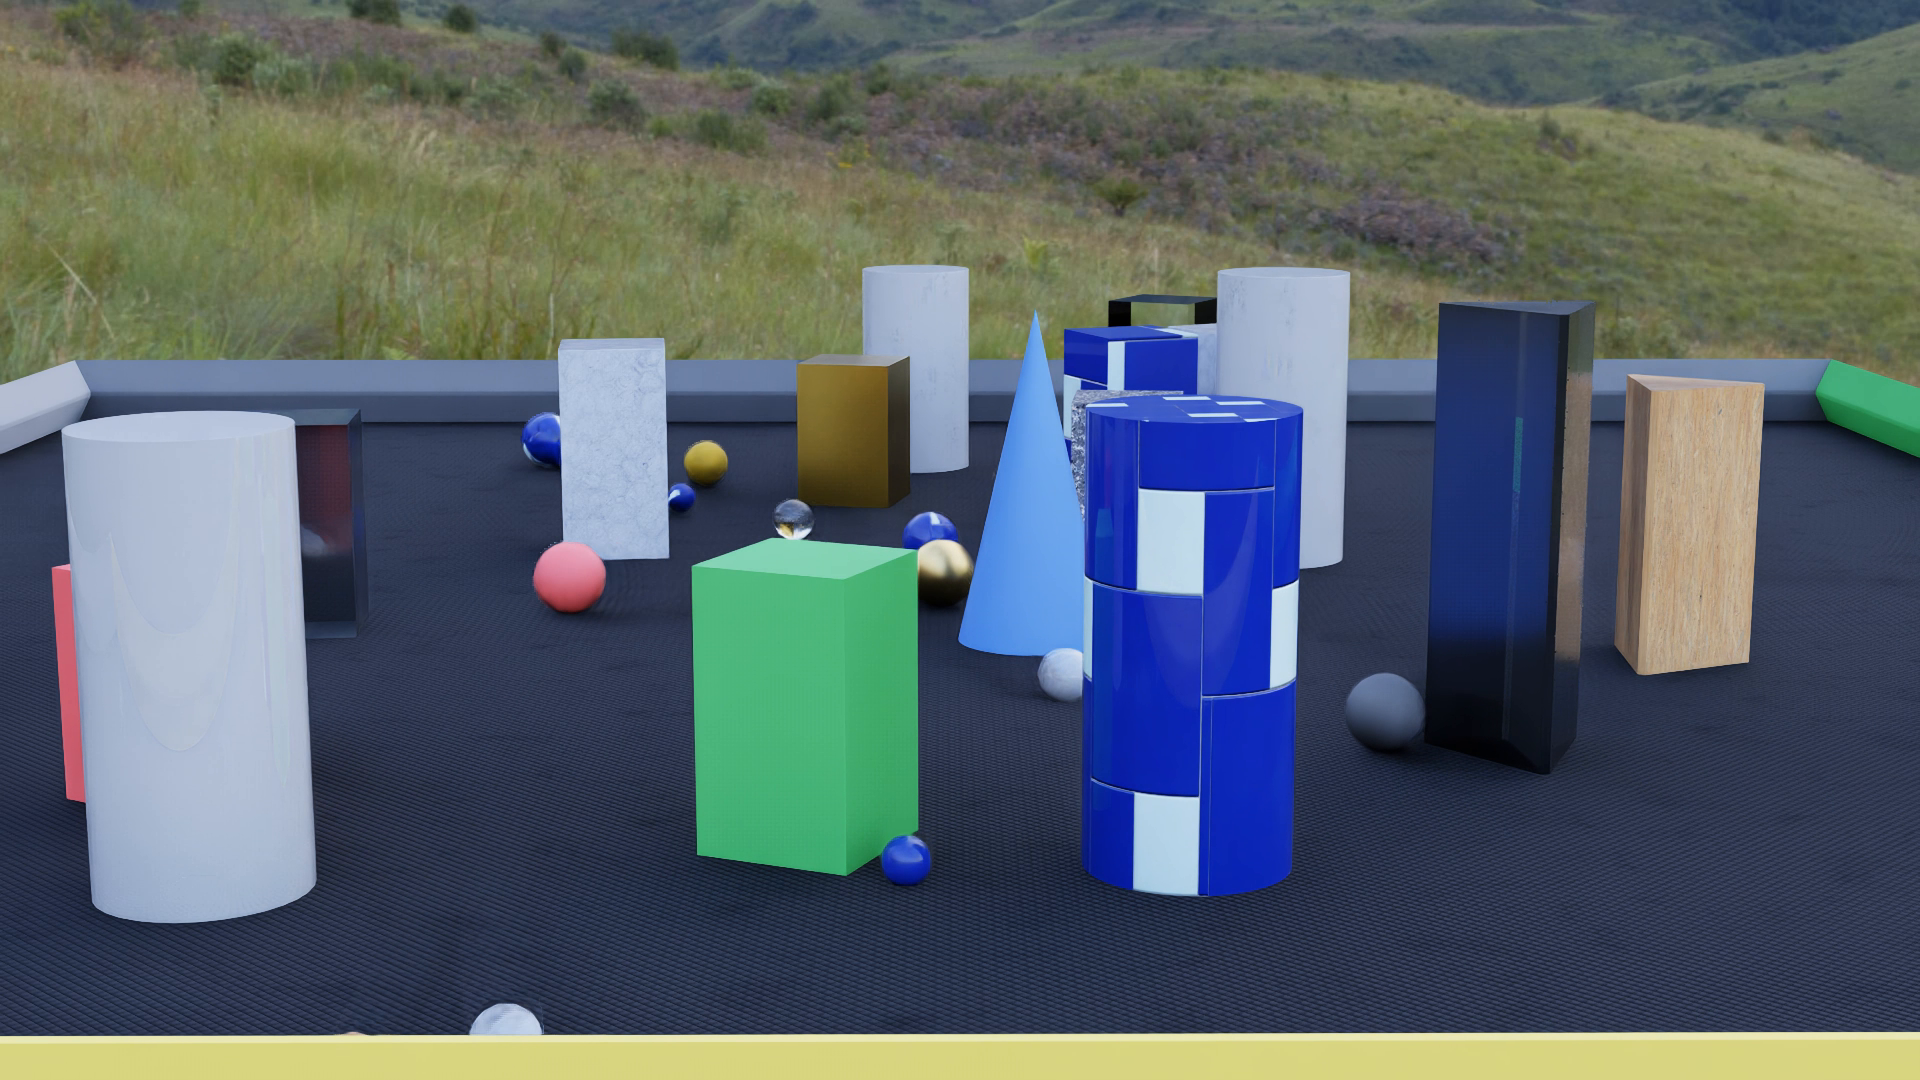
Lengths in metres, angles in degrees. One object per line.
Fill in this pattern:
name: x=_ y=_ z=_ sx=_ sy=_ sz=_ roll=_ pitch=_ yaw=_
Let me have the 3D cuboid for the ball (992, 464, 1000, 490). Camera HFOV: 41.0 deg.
ball: x=0.100 y=-0.095 z=4.226 sx=0.095 sy=0.095 sz=0.095 roll=0 pitch=11 yaw=0

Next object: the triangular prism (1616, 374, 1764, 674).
triangular prism: x=0.867 y=-0.025 z=3.166 sx=0.168 sy=0.345 sz=0.146 roll=-5 pitch=12 yaw=-25

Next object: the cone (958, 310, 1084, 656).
cone: x=0.095 y=-0.081 z=3.253 sx=0.194 sy=0.423 sz=0.194 roll=0 pitch=11 yaw=0

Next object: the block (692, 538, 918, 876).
block: x=-0.143 y=0.151 z=2.407 sx=0.155 sy=0.275 sz=0.155 roll=5 pitch=11 yaw=24

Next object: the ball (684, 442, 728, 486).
ball: x=-0.443 y=-0.133 z=4.477 sx=0.077 sy=0.077 sz=0.077 roll=0 pitch=11 yaw=0

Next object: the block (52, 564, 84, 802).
block: x=-0.790 y=0.139 z=2.580 sx=0.155 sy=0.236 sz=0.155 roll=6 pitch=12 yaw=31

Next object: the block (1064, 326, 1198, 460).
block: x=0.266 y=-0.171 z=4.037 sx=0.155 sy=0.314 sz=0.155 roll=-4 pitch=11 yaw=-23

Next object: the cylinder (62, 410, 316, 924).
cylinder: x=-0.676 y=0.106 z=2.260 sx=0.194 sy=0.417 sz=0.194 roll=0 pitch=11 yaw=0

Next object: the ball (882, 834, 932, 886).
ball: x=-0.048 y=0.287 z=2.304 sx=0.045 sy=0.045 sz=0.045 roll=0 pitch=11 yaw=0

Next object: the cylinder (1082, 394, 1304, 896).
cylinder: x=0.209 y=0.090 z=2.330 sx=0.194 sy=0.423 sz=0.194 roll=0 pitch=11 yaw=0

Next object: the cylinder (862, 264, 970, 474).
cylinder: x=-0.081 y=-0.315 z=4.687 sx=0.194 sy=0.359 sz=0.194 roll=0 pitch=11 yaw=0

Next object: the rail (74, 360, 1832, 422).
rail: x=-0.011 y=-0.304 z=5.259 sx=3.614 sy=0.126 sz=0.045 roll=0 pitch=11 yaw=0

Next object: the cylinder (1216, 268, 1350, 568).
cylinder: x=0.475 y=-0.184 z=3.802 sx=0.194 sy=0.425 sz=0.194 roll=0 pitch=11 yaw=0

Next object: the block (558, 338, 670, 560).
block: x=-0.520 y=-0.139 z=3.866 sx=0.155 sy=0.313 sz=0.155 roll=-1 pitch=11 yaw=-7

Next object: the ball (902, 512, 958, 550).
ball: x=-0.045 y=0.001 z=3.746 sx=0.082 sy=0.082 sz=0.082 roll=0 pitch=11 yaw=0

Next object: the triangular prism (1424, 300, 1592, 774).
triangular prism: x=0.615 y=-0.011 z=2.727 sx=0.146 sy=0.478 sz=0.168 roll=-8 pitch=13 yaw=-36

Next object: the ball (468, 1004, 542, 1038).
ball: x=-0.331 y=0.364 z=1.868 sx=0.053 sy=0.053 sz=0.053 roll=0 pitch=11 yaw=0

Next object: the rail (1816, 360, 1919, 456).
rail: x=1.783 y=0.031 z=3.459 sx=0.045 sy=0.126 sz=3.730 roll=0 pitch=11 yaw=0

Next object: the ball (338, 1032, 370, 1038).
ball: x=-0.436 y=0.375 z=1.841 sx=0.042 sy=0.042 sz=0.042 roll=0 pitch=11 yaw=0

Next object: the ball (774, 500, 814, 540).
ball: x=-0.257 y=-0.031 z=3.970 sx=0.063 sy=0.063 sz=0.063 roll=0 pitch=11 yaw=0

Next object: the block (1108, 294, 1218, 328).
block: x=0.373 y=-0.288 z=4.689 sx=0.155 sy=0.305 sz=0.155 roll=6 pitch=12 yaw=27

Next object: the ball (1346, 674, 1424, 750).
ball: x=0.456 y=0.184 z=2.753 sx=0.083 sy=0.083 sz=0.083 roll=0 pitch=11 yaw=0

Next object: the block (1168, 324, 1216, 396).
block: x=0.451 y=-0.204 z=4.264 sx=0.155 sy=0.296 sz=0.155 roll=-6 pitch=12 yaw=-28

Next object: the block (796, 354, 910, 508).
block: x=-0.178 y=-0.186 z=4.327 sx=0.155 sy=0.237 sz=0.155 roll=2 pitch=11 yaw=12

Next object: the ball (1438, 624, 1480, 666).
ball: x=0.611 y=0.129 z=3.138 sx=0.052 sy=0.052 sz=0.052 roll=0 pitch=11 yaw=0

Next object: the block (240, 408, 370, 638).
block: x=-0.863 y=-0.023 z=3.341 sx=0.155 sy=0.276 sz=0.155 roll=-1 pitch=11 yaw=-7

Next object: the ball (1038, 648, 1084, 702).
ball: x=0.122 y=0.155 z=2.967 sx=0.063 sy=0.063 sz=0.063 roll=0 pitch=11 yaw=0

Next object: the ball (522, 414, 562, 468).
ball: x=-0.750 y=-0.181 z=4.683 sx=0.097 sy=0.097 sz=0.097 roll=0 pitch=11 yaw=0

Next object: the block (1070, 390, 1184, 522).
block: x=0.241 y=-0.077 z=3.687 sx=0.155 sy=0.257 sz=0.155 roll=1 pitch=11 yaw=5

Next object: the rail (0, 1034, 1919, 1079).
rail: x=0.011 y=0.369 z=1.639 sx=3.614 sy=0.126 sz=0.045 roll=0 pitch=11 yaw=0

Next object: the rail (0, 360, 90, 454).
rail: x=-1.783 y=0.034 z=3.439 sx=0.045 sy=0.126 sz=3.730 roll=0 pitch=11 yaw=0

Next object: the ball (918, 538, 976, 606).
ball: x=-0.024 y=0.045 z=3.482 sx=0.092 sy=0.092 sz=0.092 roll=0 pitch=11 yaw=0

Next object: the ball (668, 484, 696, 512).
ball: x=-0.459 y=-0.069 z=4.220 sx=0.046 sy=0.046 sz=0.046 roll=0 pitch=11 yaw=0

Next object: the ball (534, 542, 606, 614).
ball: x=-0.523 y=0.050 z=3.441 sx=0.096 sy=0.096 sz=0.096 roll=0 pitch=11 yaw=0
